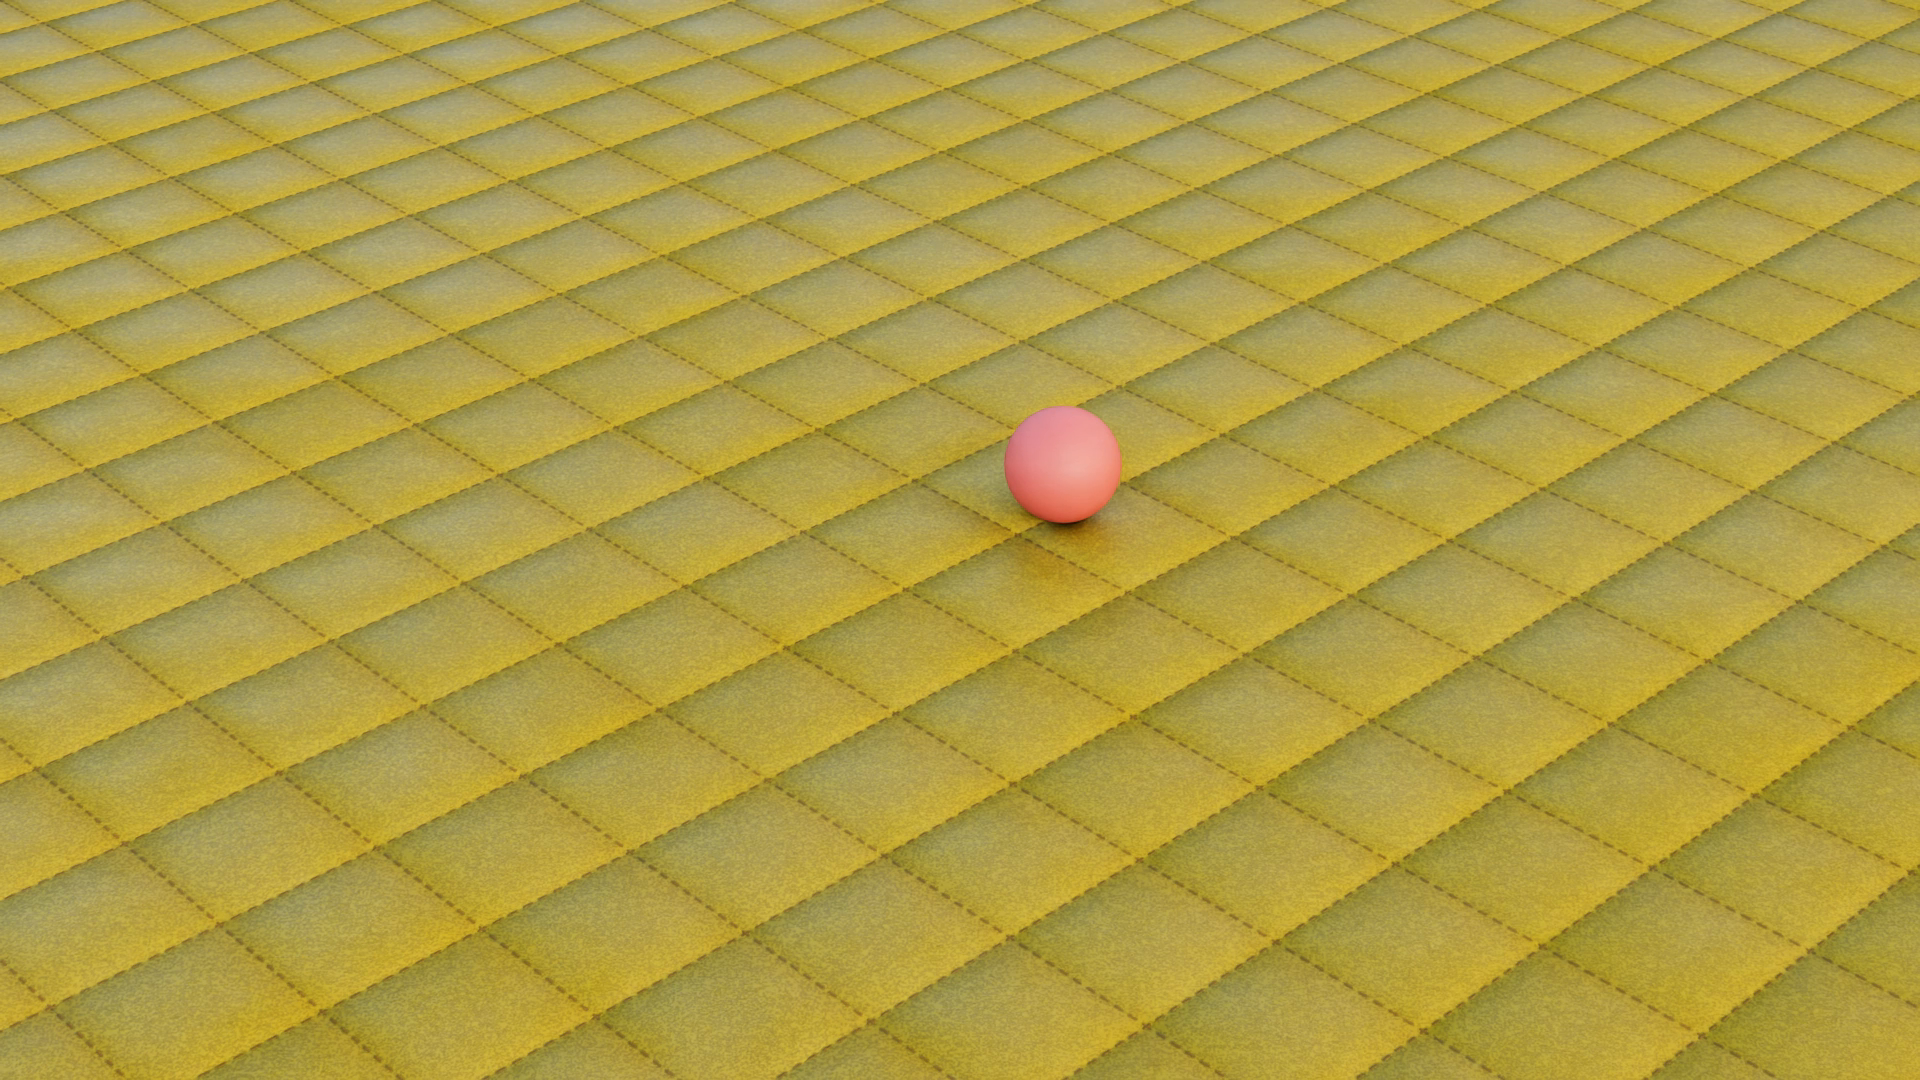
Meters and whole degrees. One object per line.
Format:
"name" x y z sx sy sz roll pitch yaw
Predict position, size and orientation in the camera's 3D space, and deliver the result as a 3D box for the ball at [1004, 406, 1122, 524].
"ball" 0.060 -0.044 1.712 0.069 0.069 0.069 0 31 0
